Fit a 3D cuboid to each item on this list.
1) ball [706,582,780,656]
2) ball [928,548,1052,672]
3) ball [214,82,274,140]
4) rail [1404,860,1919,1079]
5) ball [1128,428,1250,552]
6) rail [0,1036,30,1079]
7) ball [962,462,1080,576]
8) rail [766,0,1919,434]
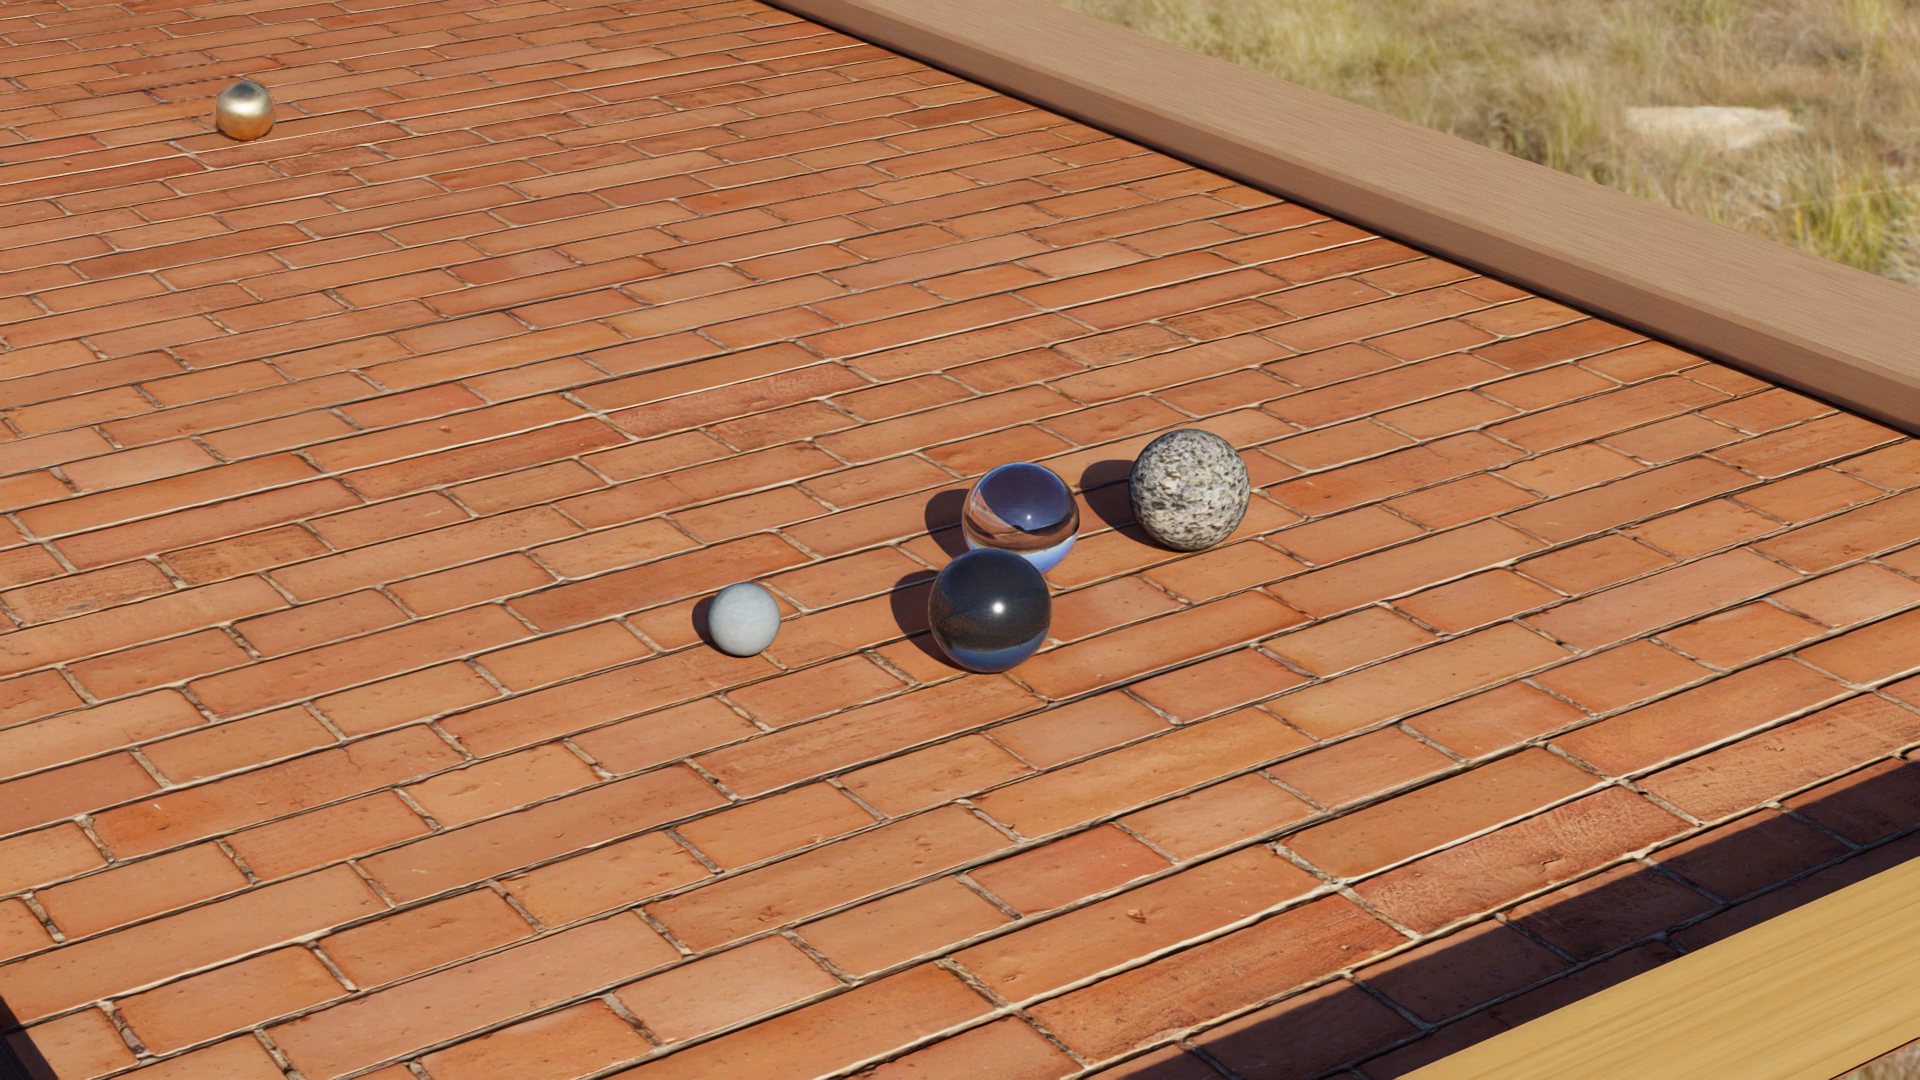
[{"bbox_3d":[-0.159,0.058,2.159,0.054,0.054,0.054,0,24,0],"label":"ball"},{"bbox_3d":[0.022,0.051,2.131,0.091,0.091,0.091,0,24,0],"label":"ball"},{"bbox_3d":[-0.831,-0.498,3.419,0.067,0.067,0.067,0,24,0],"label":"ball"},{"bbox_3d":[0.453,0.246,1.635,1.758,0.126,0.045,-15,28,-31],"label":"rail"},{"bbox_3d":[0.182,-0.040,2.330,0.097,0.097,0.097,0,24,0],"label":"ball"},{"bbox_3d":[-1.174,-0.103,2.437,0.045,0.126,3.321,-15,28,-31],"label":"rail"},{"bbox_3d":[0.047,-0.015,2.280,0.092,0.092,0.092,0,24,0],"label":"ball"},{"bbox_3d":[0.241,-0.487,3.317,0.045,0.126,3.321,-15,28,-31],"label":"rail"}]
